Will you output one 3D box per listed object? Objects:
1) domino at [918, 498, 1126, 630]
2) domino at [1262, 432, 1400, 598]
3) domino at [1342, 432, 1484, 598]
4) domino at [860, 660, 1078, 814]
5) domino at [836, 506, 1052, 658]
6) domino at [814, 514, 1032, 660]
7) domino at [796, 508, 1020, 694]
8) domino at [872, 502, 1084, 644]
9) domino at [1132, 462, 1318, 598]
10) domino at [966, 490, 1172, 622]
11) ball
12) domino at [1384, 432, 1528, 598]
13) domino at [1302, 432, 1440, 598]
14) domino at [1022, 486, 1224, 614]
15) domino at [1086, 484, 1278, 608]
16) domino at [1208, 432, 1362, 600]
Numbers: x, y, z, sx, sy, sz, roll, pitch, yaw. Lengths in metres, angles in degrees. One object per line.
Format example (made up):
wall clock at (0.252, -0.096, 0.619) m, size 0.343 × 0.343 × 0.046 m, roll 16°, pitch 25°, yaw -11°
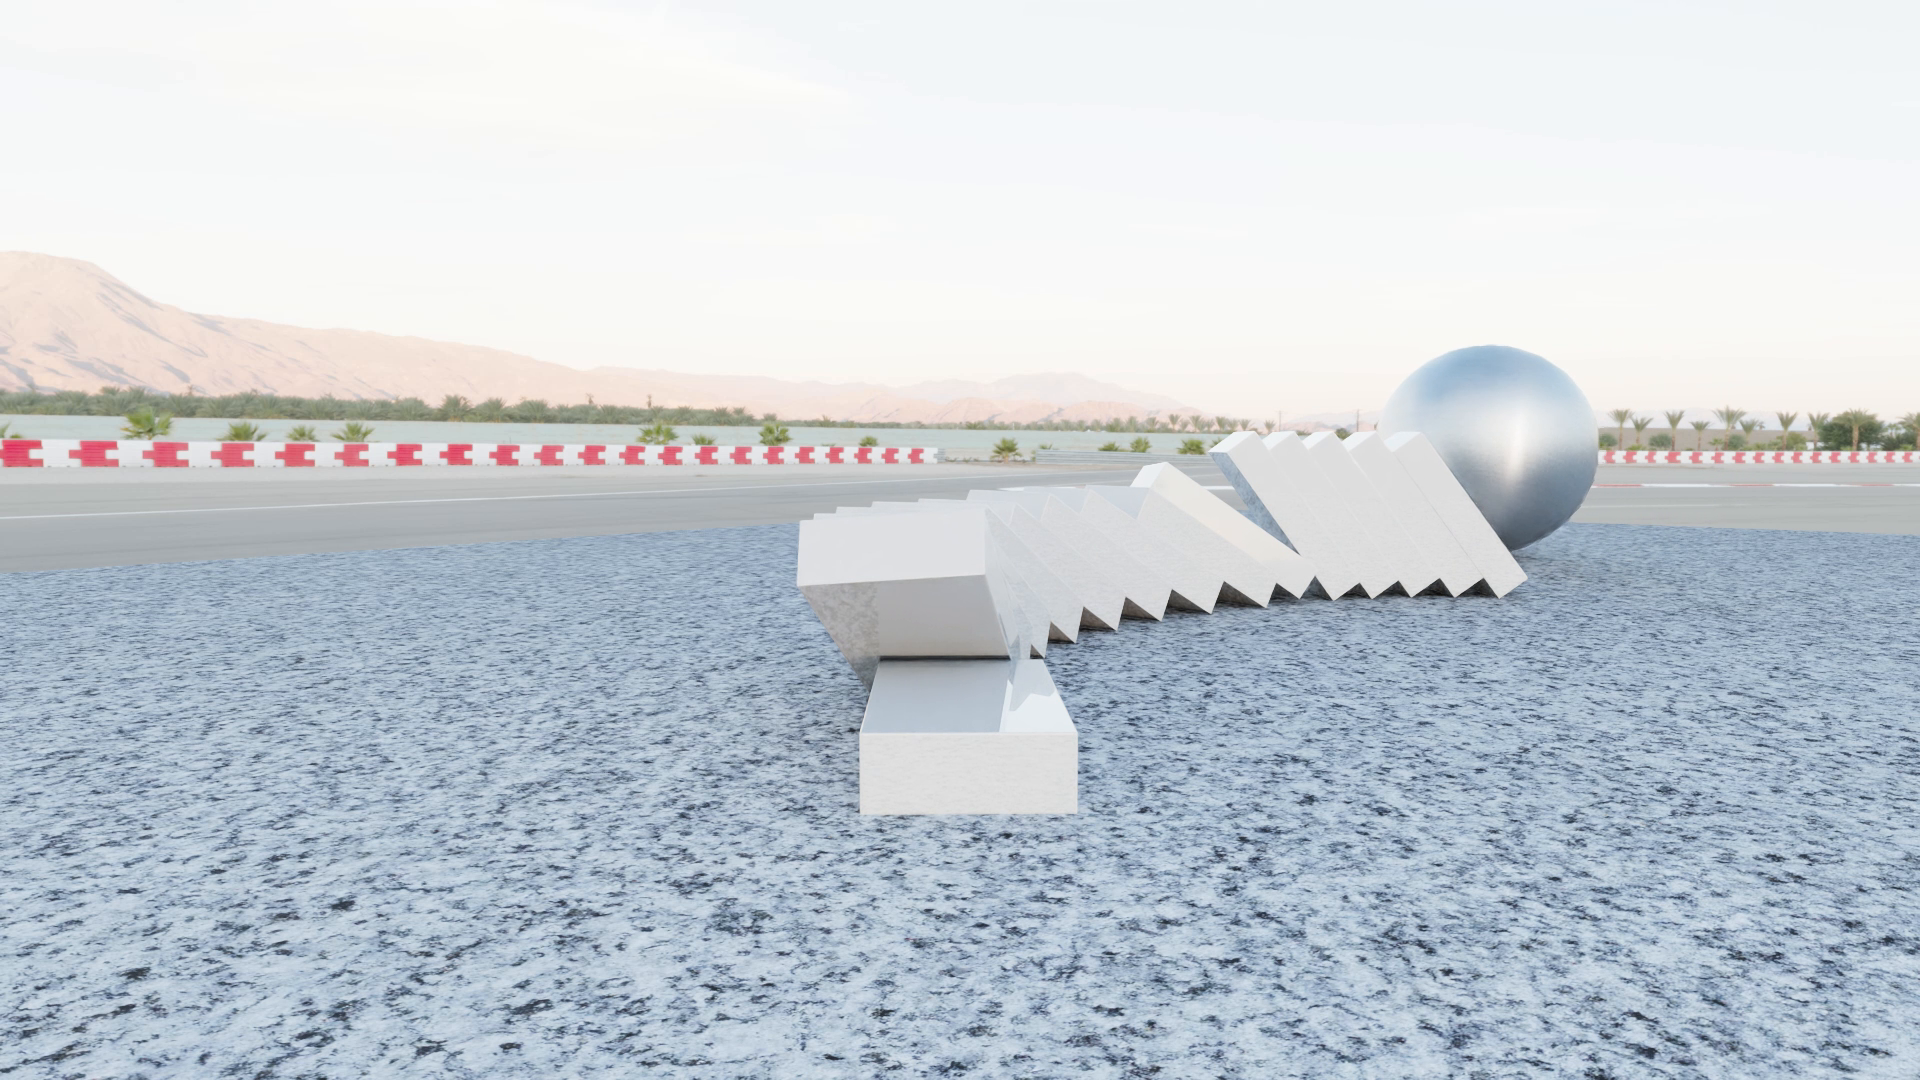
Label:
domino at (0.014, 0.006, 0.282) m, size 0.025 × 0.010 × 0.050 m, roll 3°, pitch -21°, yaw 37°
domino at (0.102, -0.008, 0.363) m, size 0.010 × 0.050 × 0.025 m, roll -36°, pitch 3°, yaw 3°
domino at (0.126, -0.008, 0.366) m, size 0.009 × 0.050 × 0.025 m, roll -36°, pitch 1°, yaw 5°
domino at (0.001, 0.025, 0.172) m, size 0.025 × 0.010 × 0.050 m, roll 0°, pitch 4°, yaw -1°
domino at (-0.002, 0.009, 0.240) m, size 0.025 × 0.010 × 0.050 m, roll 2°, pitch -23°, yaw 22°
domino at (-0.005, 0.010, 0.217) m, size 0.025 × 0.010 × 0.050 m, roll 0°, pitch -24°, yaw 15°
domino at (-0.006, 0.011, 0.192) m, size 0.025 × 0.010 × 0.050 m, roll -4°, pitch -25°, yaw 7°
domino at (0.004, 0.007, 0.261) m, size 0.025 × 0.010 × 0.050 m, roll 2°, pitch -22°, yaw 29°
domino at (0.071, -0.003, 0.350) m, size 0.050 × 0.010 × 0.025 m, roll 34°, pitch -3°, yaw -5°
domino at (0.025, 0.004, 0.302) m, size 0.025 × 0.010 × 0.050 m, roll 4°, pitch -22°, yaw 46°
ball at (0.200, -0.034, 0.491) m, size 0.080 × 0.080 × 0.080 m, roll 0°, pitch 4°, yaw 0°
domino at (0.138, -0.008, 0.364) m, size 0.010 × 0.050 × 0.025 m, roll -36°, pitch 1°, yaw 5°
domino at (0.115, -0.008, 0.366) m, size 0.009 × 0.050 × 0.025 m, roll -36°, pitch 1°, yaw 5°
domino at (0.039, 0.003, 0.319) m, size 0.050 × 0.010 × 0.025 m, roll 31°, pitch -14°, yaw -32°
domino at (0.056, 0.002, 0.331) m, size 0.050 × 0.010 × 0.025 m, roll 30°, pitch -12°, yaw -30°
domino at (0.090, -0.007, 0.358) m, size 0.010 × 0.050 × 0.025 m, roll -36°, pitch 4°, yaw 2°
